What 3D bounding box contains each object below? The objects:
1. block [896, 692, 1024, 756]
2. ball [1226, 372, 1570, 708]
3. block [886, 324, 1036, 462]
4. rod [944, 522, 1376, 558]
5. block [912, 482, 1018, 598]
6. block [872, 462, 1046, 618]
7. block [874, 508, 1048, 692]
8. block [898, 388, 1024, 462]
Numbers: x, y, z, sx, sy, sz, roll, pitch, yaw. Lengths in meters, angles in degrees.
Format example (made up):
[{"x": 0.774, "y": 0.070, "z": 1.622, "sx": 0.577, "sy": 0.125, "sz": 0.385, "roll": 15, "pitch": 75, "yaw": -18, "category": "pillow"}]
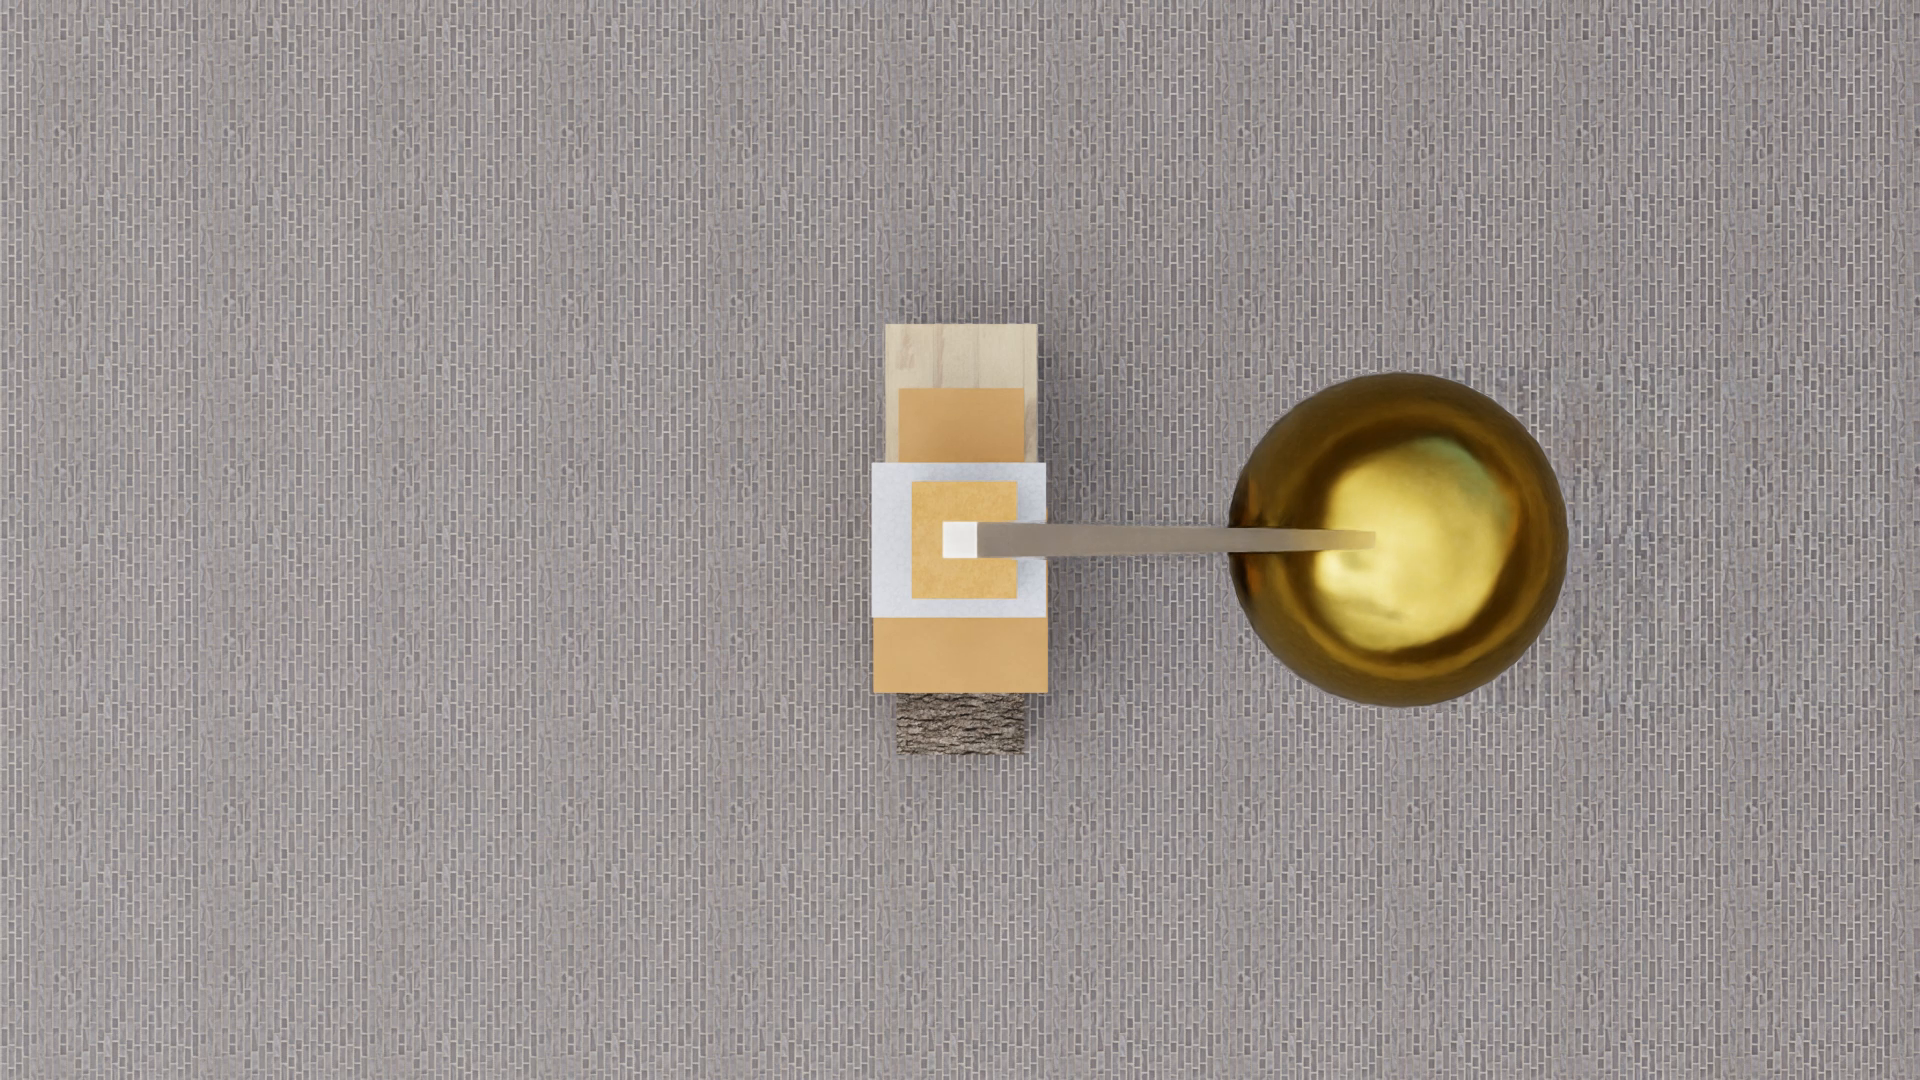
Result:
[{"x": 0.003, "y": 0.805, "z": 12.623, "sx": 0.712, "sy": 0.755, "sz": 0.785, "roll": 0, "pitch": 90, "yaw": 0, "category": "block"}, {"x": 2.074, "y": 0.000, "z": 10.473, "sx": 1.600, "sy": 1.600, "sz": 1.600, "roll": 0, "pitch": 90, "yaw": 0, "category": "ball"}, {"x": 0.006, "y": -0.783, "z": 12.596, "sx": 0.838, "sy": 0.807, "sz": 0.829, "roll": 0, "pitch": 90, "yaw": 0, "category": "block"}, {"x": 0.899, "y": 0.000, "z": 7.283, "sx": 0.080, "sy": 5.200, "sz": 0.080, "roll": 0, "pitch": 90, "yaw": 20, "category": "rod"}, {"x": 0.019, "y": 0.000, "z": 9.638, "sx": 0.450, "sy": 0.466, "sz": 0.503, "roll": 0, "pitch": 90, "yaw": 0, "category": "block"}, {"x": -0.005, "y": 0.000, "z": 10.214, "sx": 0.782, "sy": 0.686, "sz": 0.694, "roll": 0, "pitch": 90, "yaw": 0, "category": "block"}, {"x": 0.003, "y": 0.310, "z": 11.713, "sx": 0.891, "sy": 0.945, "sz": 0.941, "roll": 0, "pitch": 90, "yaw": 0, "category": "block"}, {"x": 0.008, "y": -0.483, "z": 11.841, "sx": 0.656, "sy": 0.692, "sz": 0.611, "roll": 0, "pitch": 89, "yaw": 0, "category": "block"}]
